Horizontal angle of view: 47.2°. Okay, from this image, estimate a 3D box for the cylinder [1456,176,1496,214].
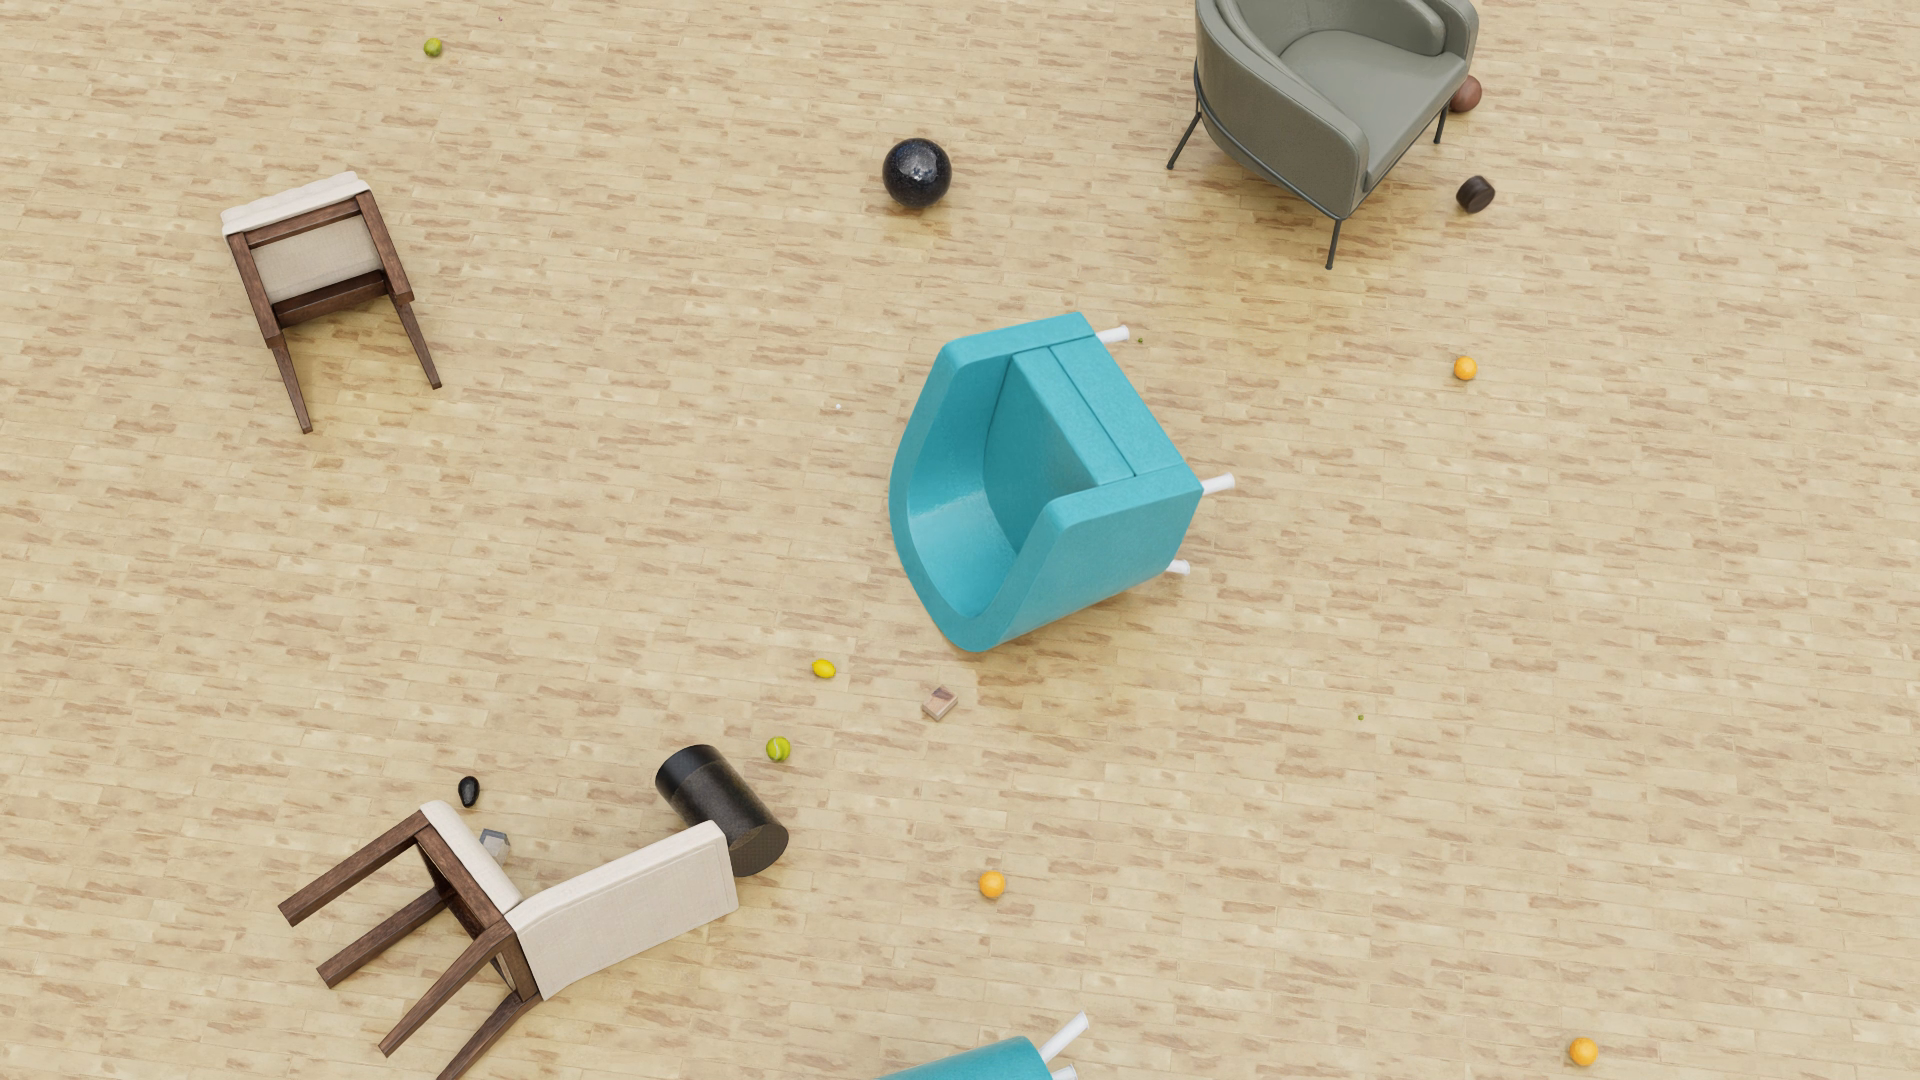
[{"bbox_3d":[1.705,-1.142,7.272,0.111,0.113,0.063,-31,61,-7],"label":"cylinder"}]

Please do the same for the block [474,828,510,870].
[{"bbox_3d":[-1.268,0.838,5.966,0.064,0.077,0.072,12,57,8],"label":"block"}]

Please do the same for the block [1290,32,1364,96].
[{"bbox_3d":[1.269,-1.645,7.611,0.209,0.111,0.153,-10,57,-7],"label":"block"}]

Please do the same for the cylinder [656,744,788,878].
[{"bbox_3d":[-0.640,0.728,5.920,0.191,0.289,0.308,-45,64,1],"label":"cylinder"}]

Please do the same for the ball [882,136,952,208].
[{"bbox_3d":[-0.141,-1.209,7.244,0.234,0.234,0.234,0,56,0],"label":"ball"}]

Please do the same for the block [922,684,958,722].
[{"bbox_3d":[-0.057,0.464,6.237,0.060,0.042,0.085,37,64,22],"label":"block"}]
